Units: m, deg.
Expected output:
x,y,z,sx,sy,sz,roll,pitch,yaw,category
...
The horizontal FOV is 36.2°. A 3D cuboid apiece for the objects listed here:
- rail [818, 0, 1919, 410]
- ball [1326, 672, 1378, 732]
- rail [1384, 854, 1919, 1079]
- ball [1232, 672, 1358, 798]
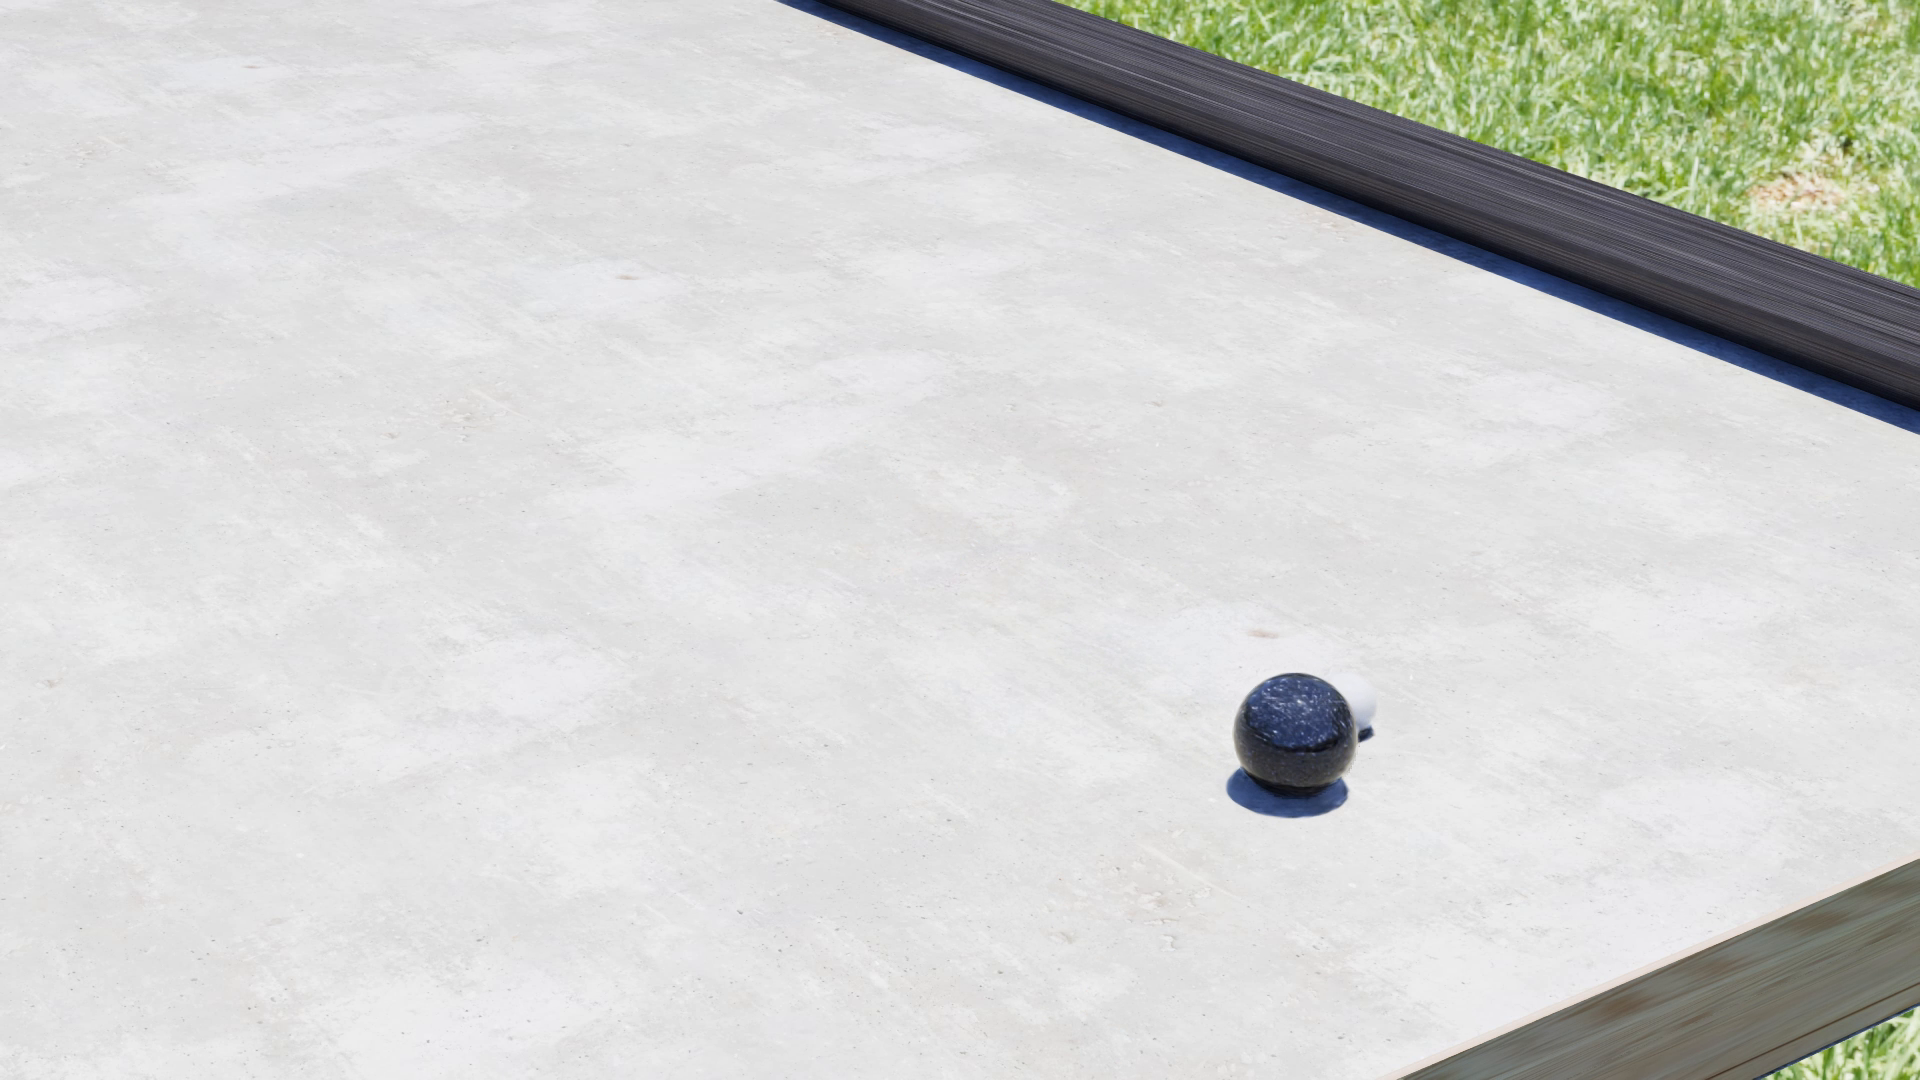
x,y,z,sx,sy,sz,roll,pitch,yaw,category
0.276,-0.492,3.334,0.045,0.108,3.273,-15,28,-31,rail
0.268,0.113,2.038,0.043,0.043,0.043,0,24,0,ball
0.444,0.244,1.656,1.816,0.108,0.045,-15,28,-31,rail
0.222,0.129,1.952,0.083,0.083,0.083,0,24,0,ball
